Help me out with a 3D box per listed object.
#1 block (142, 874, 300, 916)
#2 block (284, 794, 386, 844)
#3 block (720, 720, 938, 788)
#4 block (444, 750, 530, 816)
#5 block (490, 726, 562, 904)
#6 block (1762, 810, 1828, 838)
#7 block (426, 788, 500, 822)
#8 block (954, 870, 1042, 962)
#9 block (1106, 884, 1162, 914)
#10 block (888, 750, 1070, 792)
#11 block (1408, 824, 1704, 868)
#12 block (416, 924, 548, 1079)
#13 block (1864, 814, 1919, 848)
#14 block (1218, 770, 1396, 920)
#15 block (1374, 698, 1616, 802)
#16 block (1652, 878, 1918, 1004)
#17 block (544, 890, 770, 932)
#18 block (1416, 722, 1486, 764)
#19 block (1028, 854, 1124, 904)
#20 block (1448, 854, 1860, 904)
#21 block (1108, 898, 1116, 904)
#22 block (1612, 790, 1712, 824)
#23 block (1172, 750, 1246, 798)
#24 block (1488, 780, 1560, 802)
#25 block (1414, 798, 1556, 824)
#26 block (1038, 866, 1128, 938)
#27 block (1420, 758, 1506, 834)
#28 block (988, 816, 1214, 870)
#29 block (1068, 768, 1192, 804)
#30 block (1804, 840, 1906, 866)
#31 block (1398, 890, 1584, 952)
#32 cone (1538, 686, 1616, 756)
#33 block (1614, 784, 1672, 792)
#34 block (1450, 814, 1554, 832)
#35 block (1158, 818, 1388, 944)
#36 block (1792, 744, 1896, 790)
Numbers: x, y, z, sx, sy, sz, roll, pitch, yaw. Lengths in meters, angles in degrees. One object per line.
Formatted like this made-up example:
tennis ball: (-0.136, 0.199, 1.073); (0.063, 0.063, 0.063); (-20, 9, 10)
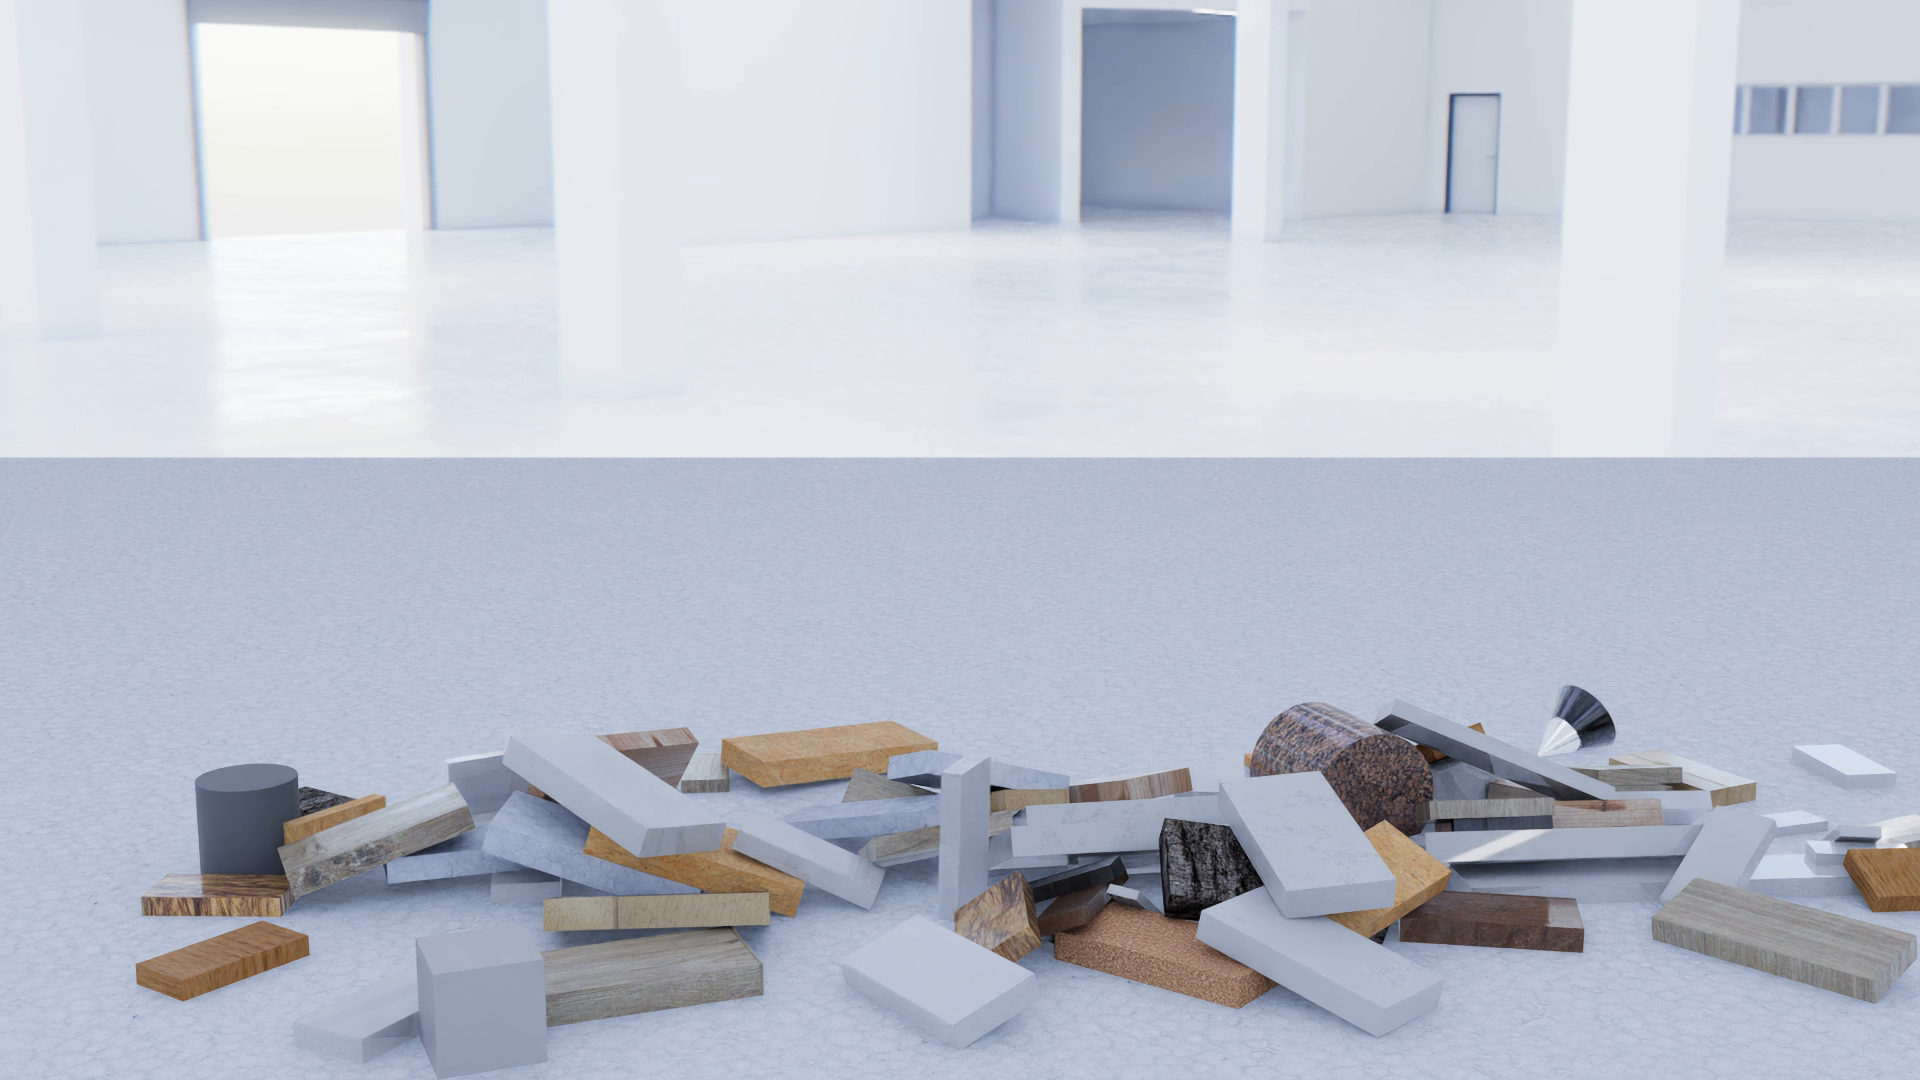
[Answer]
block: (-1.211, 0.584, 3.615); (0.226, 0.032, 0.113); (0, 11, 1)
block: (-1.078, 0.514, 3.803); (0.028, 0.100, 0.201); (7, 13, 33)
block: (-0.257, 0.422, 4.363); (0.393, 0.050, 0.176); (-3, 12, -34)
block: (-0.808, 0.426, 3.902); (0.201, 0.100, 0.028); (-7, 12, -25)
block: (-0.802, 0.493, 4.101); (0.113, 0.032, 0.979); (-2, 11, -10)
block: (1.501, 0.518, 4.004); (0.138, 0.020, 0.069); (-4, 11, -20)
block: (-0.861, 0.487, 3.957); (0.127, 0.036, 0.254); (-8, 13, -30)
block: (0.055, 0.595, 3.374); (0.126, 0.036, 0.251); (-33, 10, 4)
block: (0.282, 0.581, 3.492); (0.055, 0.016, 0.111); (8, -26, 37)
block: (0.034, 0.429, 3.962); (0.294, 0.042, 0.147); (14, -17, -29)
block: (1.039, 0.520, 3.736); (0.556, 0.049, 0.174); (-1, -12, -5)
block: (-0.660, 0.633, 3.031); (0.148, 0.148, 0.148); (-4, 11, -22)
block: (1.670, 0.530, 3.911); (0.205, 0.029, 0.103); (-6, 12, -28)
block: (0.537, 0.472, 3.443); (0.171, 0.049, 0.343); (-4, 23, -10)
block: (0.938, 0.380, 3.872); (0.414, 0.030, 0.104); (22, -17, -1)
block: (1.258, 0.609, 3.368); (0.139, 0.040, 0.356); (-27, 25, -37)
block: (-0.470, 0.580, 3.444); (0.343, 0.049, 0.171); (-1, -8, -5)
block: (0.838, 0.413, 4.078); (0.136, 0.039, 0.272); (-13, -15, -33)
block: (0.176, 0.556, 3.580); (0.172, 0.024, 0.086); (-19, -2, 15)
block: (1.331, 0.567, 3.702); (1.002, 0.033, 0.117); (-1, 11, -5)
block: (0.222, 0.602, 3.563); (0.055, 0.016, 0.111); (7, 13, 34)
block: (1.226, 0.486, 3.985); (0.234, 0.033, 0.117); (0, -21, -2)
block: (0.480, 0.464, 4.241); (0.136, 0.039, 0.272); (1, 11, 5)
block: (1.039, 0.489, 4.001); (0.155, 0.077, 0.022); (8, 13, 37)
block: (0.882, 0.456, 3.700); (0.209, 0.030, 0.104); (-2, -12, -2)
block: (0.195, 0.573, 3.502); (0.086, 0.024, 0.332); (-19, -2, 15)
block: (0.906, 0.461, 4.012); (0.255, 0.127, 0.036); (-10, 17, -42)
block: (0.236, 0.513, 3.717); (0.352, 0.050, 0.176); (-1, -15, -13)
block: (0.265, 0.457, 4.005); (0.147, 0.042, 0.323); (-7, -5, -32)
block: (1.529, 0.534, 3.737); (0.161, 0.020, 0.069); (1, 11, 6)
block: (0.839, 0.603, 3.492); (0.279, 0.040, 0.140); (2, 11, 10)
cone: (1.229, 0.402, 4.495); (0.152, 0.152, 0.152); (-34, 25, -22)
block: (1.184, 0.475, 4.112); (0.255, 0.036, 0.127); (0, -3, 0)
block: (0.908, 0.479, 3.688); (0.160, 0.022, 0.077); (-4, -12, 8)
block: (0.494, 0.539, 3.484); (0.347, 0.049, 0.174); (8, 35, -4)
block: (1.748, 0.448, 4.353); (0.103, 0.029, 0.205); (-2, 11, -8)
